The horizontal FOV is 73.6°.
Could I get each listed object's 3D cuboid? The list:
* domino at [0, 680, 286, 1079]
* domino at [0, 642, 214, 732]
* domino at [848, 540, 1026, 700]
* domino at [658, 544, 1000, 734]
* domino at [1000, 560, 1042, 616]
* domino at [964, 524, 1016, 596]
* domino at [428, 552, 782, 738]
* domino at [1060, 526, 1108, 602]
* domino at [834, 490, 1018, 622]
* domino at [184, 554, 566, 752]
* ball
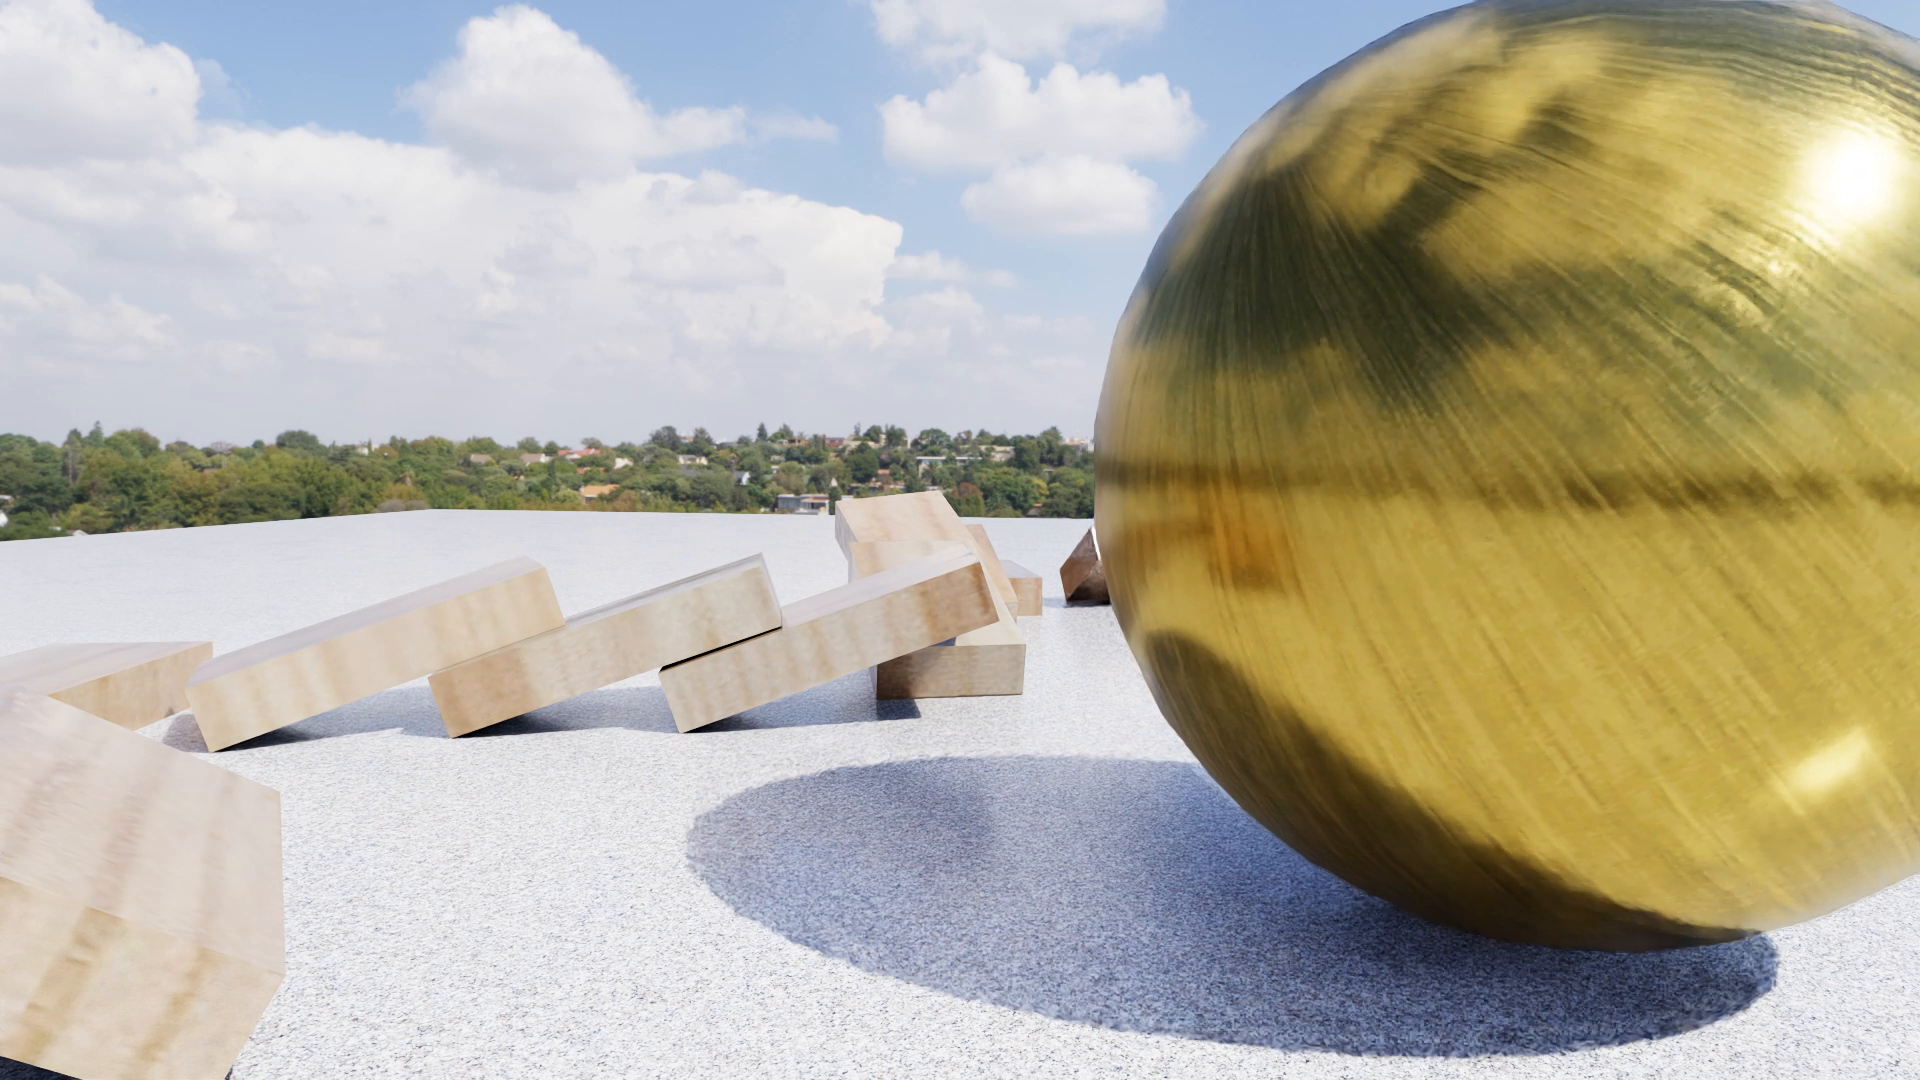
[{"bbox_3d":[-0.067,0.025,0.099,0.025,0.009,0.050,33,-12,-26],"label":"domino"},{"bbox_3d":[-0.135,0.024,0.189,0.025,0.009,0.050,0,4,-6],"label":"domino"},{"bbox_3d":[-0.006,0.013,0.237,0.025,0.009,0.050,-1,20,-11],"label":"domino"},{"bbox_3d":[-0.020,0.015,0.202,0.050,0.009,0.025,-19,7,-4],"label":"domino"},{"bbox_3d":[0.005,0.012,0.341,0.025,0.010,0.050,-1,4,-7],"label":"domino"},{"bbox_3d":[-0.004,0.009,0.302,0.025,0.010,0.050,-1,19,-8],"label":"domino"},{"bbox_3d":[-0.053,0.015,0.200,0.050,0.009,0.025,-19,7,-6],"label":"domino"},{"bbox_3d":[0.055,0.006,0.346,0.050,0.010,0.025,-1,-27,-18],"label":"domino"},{"bbox_3d":[-0.009,0.006,0.278,0.025,0.009,0.050,-7,31,-19],"label":"domino"},{"bbox_3d":[-0.088,0.016,0.197,0.050,0.009,0.025,-21,12,-23],"label":"domino"},{"bbox_3d":[0.052,-0.006,0.112,0.080,0.080,0.080,0,4,0],"label":"ball"}]
